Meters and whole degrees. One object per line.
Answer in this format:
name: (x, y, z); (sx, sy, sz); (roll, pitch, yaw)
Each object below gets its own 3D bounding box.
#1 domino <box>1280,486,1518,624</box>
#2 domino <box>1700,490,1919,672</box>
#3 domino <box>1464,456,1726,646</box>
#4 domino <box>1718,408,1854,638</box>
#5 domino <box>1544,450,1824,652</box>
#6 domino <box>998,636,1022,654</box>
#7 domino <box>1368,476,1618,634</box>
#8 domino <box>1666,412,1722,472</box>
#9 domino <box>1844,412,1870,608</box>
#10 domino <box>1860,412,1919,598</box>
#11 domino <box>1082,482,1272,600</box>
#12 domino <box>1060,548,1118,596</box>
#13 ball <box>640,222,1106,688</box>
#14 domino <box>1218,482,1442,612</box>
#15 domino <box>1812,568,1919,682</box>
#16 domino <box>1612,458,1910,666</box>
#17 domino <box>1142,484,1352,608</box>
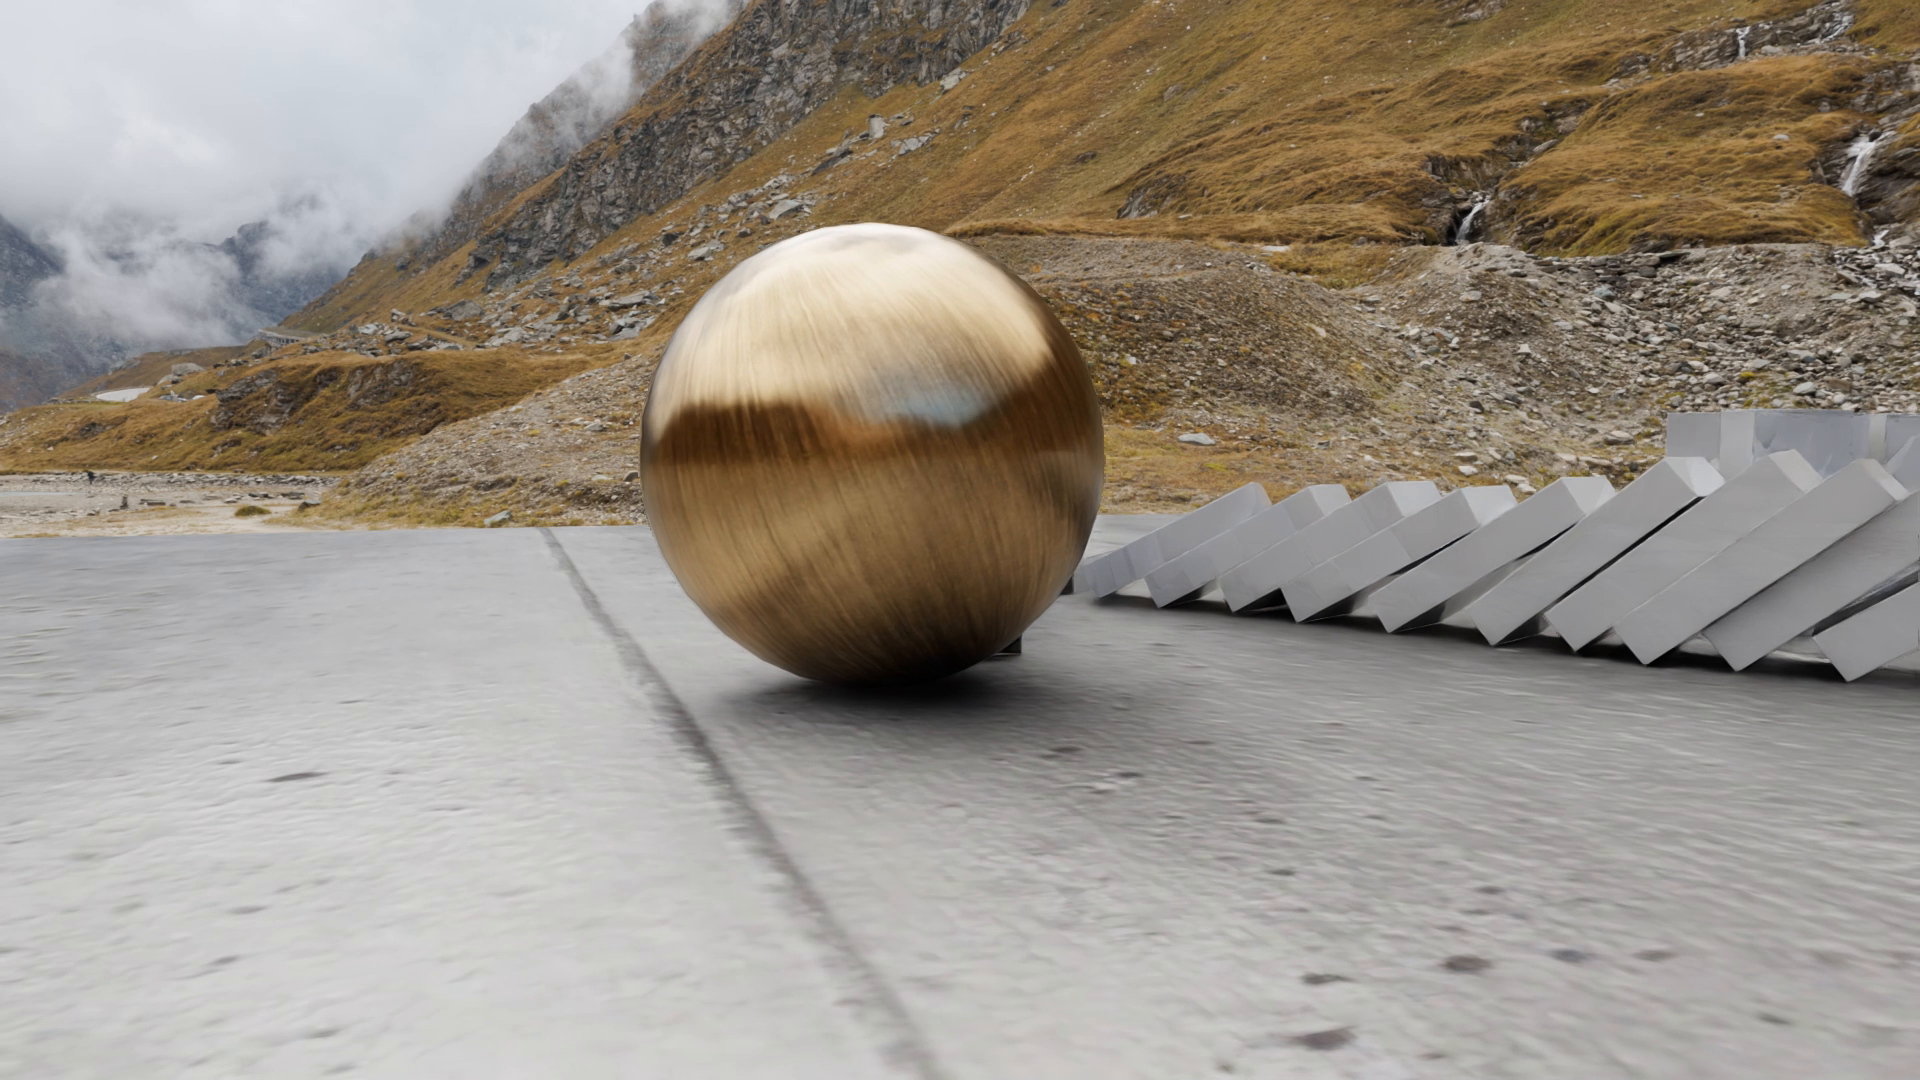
domino: (0.102, 0.004, 0.298); (0.025, 0.010, 0.050); (-4, -24, -44)
domino: (0.165, 0.005, 0.236); (0.025, 0.010, 0.050); (-5, -34, -48)
domino: (0.132, 0.003, 0.266); (0.025, 0.009, 0.050); (-4, -35, -44)
domino: (0.183, -0.004, 0.286); (0.025, 0.050, 0.010); (-1, 4, -11)
domino: (0.143, 0.002, 0.253); (0.025, 0.010, 0.050); (-6, -33, -47)
domino: (0.001, 0.000, 0.270); (0.025, 0.050, 0.010); (0, -33, 3)
domino: (0.118, 0.004, 0.282); (0.025, 0.009, 0.050); (-4, -28, -44)
domino: (0.184, -0.006, 0.309); (0.025, 0.050, 0.009); (3, 5, 34)
domino: (0.215, -0.007, 0.326); (0.009, 0.050, 0.025); (-1, 4, -15)
domino: (0.235, -0.007, 0.327); (0.009, 0.050, 0.025); (1, 4, 15)
domino: (0.059, 0.000, 0.345); (0.050, 0.009, 0.025); (-28, -7, 17)
domino: (0.029, 0.009, 0.387); (0.025, 0.009, 0.050); (2, 5, 21)
ball: (-0.015, -0.014, 0.224); (0.080, 0.080, 0.080); (0, 4, 0)
domino: (0.090, 0.002, 0.311); (0.025, 0.010, 0.050); (-3, -25, -46)
domino: (0.180, 0.007, 0.228); (0.050, 0.009, 0.025); (-40, -19, 31)
domino: (0.151, 0.004, 0.243); (0.025, 0.009, 0.050); (-5, -34, -48)
domino: (0.074, 0.002, 0.329); (0.050, 0.009, 0.025); (-32, -14, 32)
